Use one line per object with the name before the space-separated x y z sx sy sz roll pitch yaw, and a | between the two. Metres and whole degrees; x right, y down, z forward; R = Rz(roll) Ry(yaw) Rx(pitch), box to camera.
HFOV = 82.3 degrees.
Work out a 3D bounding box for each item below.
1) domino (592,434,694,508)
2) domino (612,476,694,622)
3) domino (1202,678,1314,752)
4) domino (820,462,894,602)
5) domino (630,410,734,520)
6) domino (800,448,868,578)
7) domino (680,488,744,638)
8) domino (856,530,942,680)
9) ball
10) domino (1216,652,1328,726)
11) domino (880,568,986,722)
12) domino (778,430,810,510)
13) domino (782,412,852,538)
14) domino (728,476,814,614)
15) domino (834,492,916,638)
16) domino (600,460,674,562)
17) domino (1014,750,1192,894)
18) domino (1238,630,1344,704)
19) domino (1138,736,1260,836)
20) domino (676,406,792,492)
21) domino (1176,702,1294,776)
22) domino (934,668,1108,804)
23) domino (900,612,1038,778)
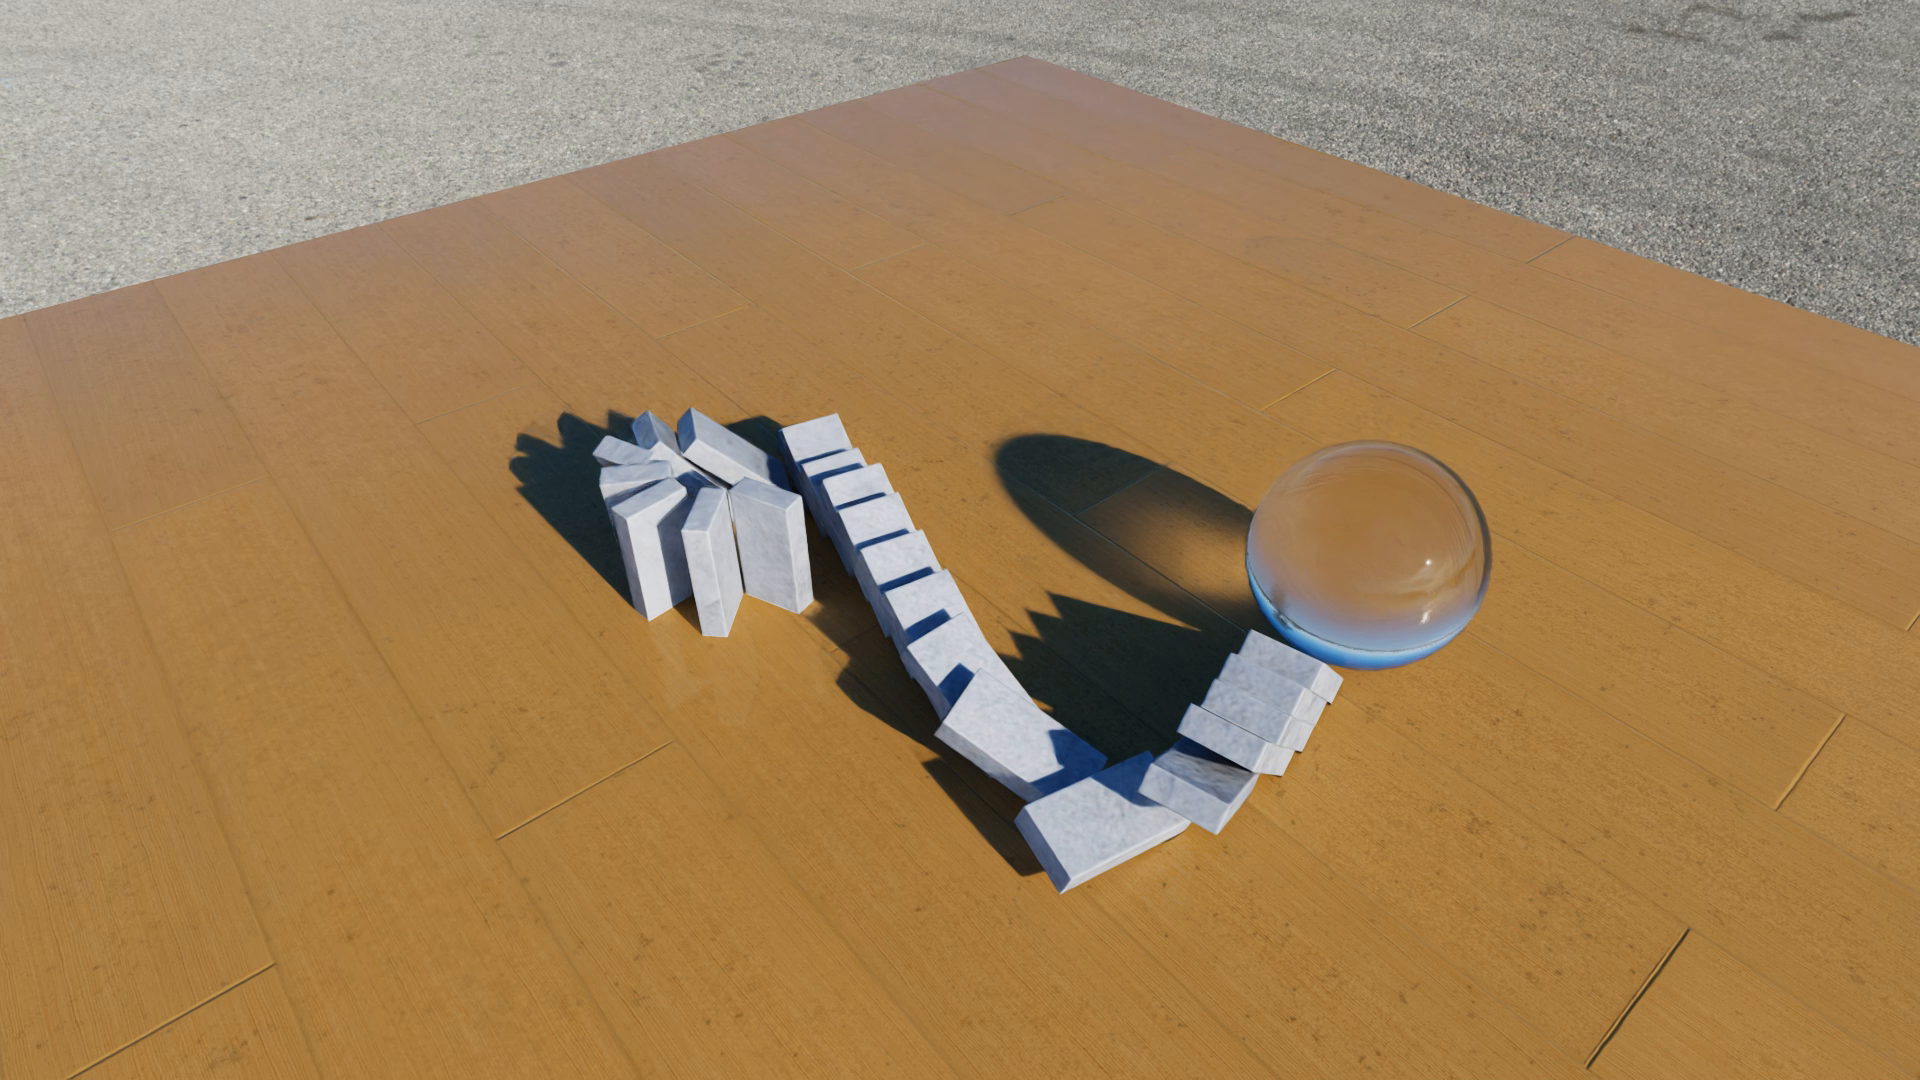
domino | -0.122 -0.020 0.436 0.025 0.050 0.009 20 66 23
domino | -0.111 0.004 0.407 0.010 0.050 0.025 32 49 29
domino | 0.095 0.056 0.349 0.025 0.050 0.009 26 90 28
domino | -0.033 -0.003 0.427 0.025 0.010 0.050 -18 73 -22
domino | -0.111 -0.030 0.450 0.010 0.050 0.025 -40 44 6
domino | -0.043 -0.012 0.442 0.025 0.009 0.050 -20 67 -22
domino | -0.090 0.008 0.401 0.010 0.050 0.025 3 39 4
domino | -0.016 0.023 0.398 0.025 0.009 0.050 -18 70 -22
ball | 0.140 0.005 0.381 0.080 0.080 0.080 0 39 0
domino | 0.102 0.049 0.358 0.025 0.050 0.010 26 90 28
domino | -0.005 0.037 0.382 0.025 0.009 0.050 -20 69 -23
domino | -0.062 -0.034 0.485 0.025 0.010 0.050 -13 41 -15
domino | -0.055 -0.028 0.461 0.025 0.010 0.050 -18 67 -17
domino | -0.070 0.003 0.408 0.025 0.050 0.010 19 43 21
domino | -0.026 0.009 0.413 0.025 0.009 0.050 -19 73 -22
domino | -0.119 -0.008 0.421 0.025 0.050 0.010 -7 49 -8
domino | 0.044 0.084 0.330 0.050 0.009 0.025 -15 55 -32
domino | 0.111 0.042 0.365 0.025 0.050 0.010 26 90 28
domino | 0.074 0.072 0.333 0.025 0.010 0.050 26 12 23
domino | -0.093 -0.033 0.458 0.010 0.050 0.025 -44 39 17
domino | 0.086 0.062 0.341 0.025 0.050 0.009 26 90 28
domino | 0.019 0.065 0.348 0.050 0.010 0.025 35 49 4
domino | 0.005 0.051 0.365 0.025 0.010 0.050 -30 73 -30
